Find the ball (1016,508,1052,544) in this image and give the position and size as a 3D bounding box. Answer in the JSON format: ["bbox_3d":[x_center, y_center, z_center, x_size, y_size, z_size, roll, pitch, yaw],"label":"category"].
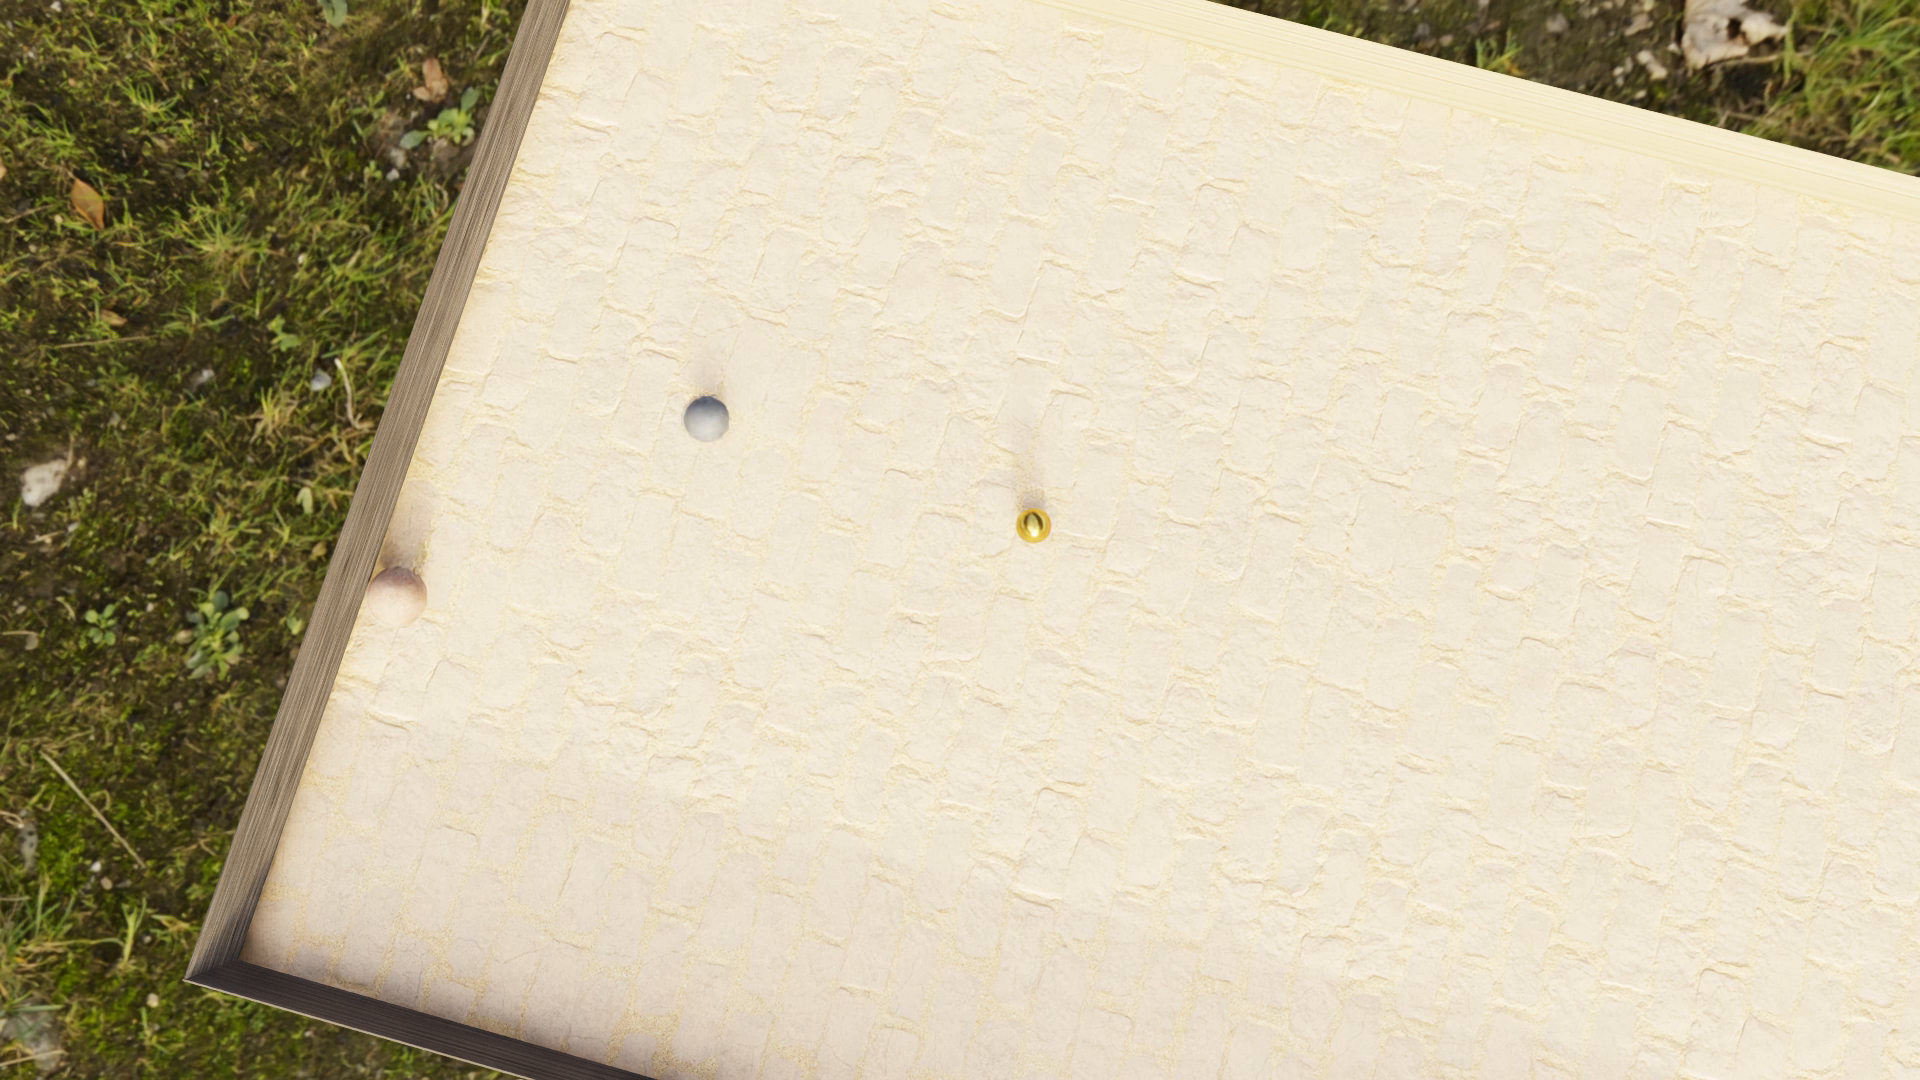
[{"bbox_3d":[0.112,-0.022,3.343,0.055,0.055,0.055,0,76,0],"label":"ball"}]

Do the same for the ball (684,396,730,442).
[{"bbox_3d":[-0.388,-0.185,3.375,0.071,0.071,0.071,0,76,0],"label":"ball"}]

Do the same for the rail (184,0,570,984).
[{"bbox_3d":[-0.827,-0.227,3.361,0.045,0.116,1.851,15,77,4],"label":"rail"}]

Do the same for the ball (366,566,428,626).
[{"bbox_3d":[-0.844,0.085,3.298,0.089,0.089,0.089,0,76,0],"label":"ball"}]

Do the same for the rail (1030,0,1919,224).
[{"bbox_3d":[1.088,-0.625,3.459,3.523,0.116,0.045,15,77,4],"label":"rail"}]

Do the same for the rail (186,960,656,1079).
[{"bbox_3d":[0.611,1.064,3.044,3.523,0.116,0.045,15,77,4],"label":"rail"}]
